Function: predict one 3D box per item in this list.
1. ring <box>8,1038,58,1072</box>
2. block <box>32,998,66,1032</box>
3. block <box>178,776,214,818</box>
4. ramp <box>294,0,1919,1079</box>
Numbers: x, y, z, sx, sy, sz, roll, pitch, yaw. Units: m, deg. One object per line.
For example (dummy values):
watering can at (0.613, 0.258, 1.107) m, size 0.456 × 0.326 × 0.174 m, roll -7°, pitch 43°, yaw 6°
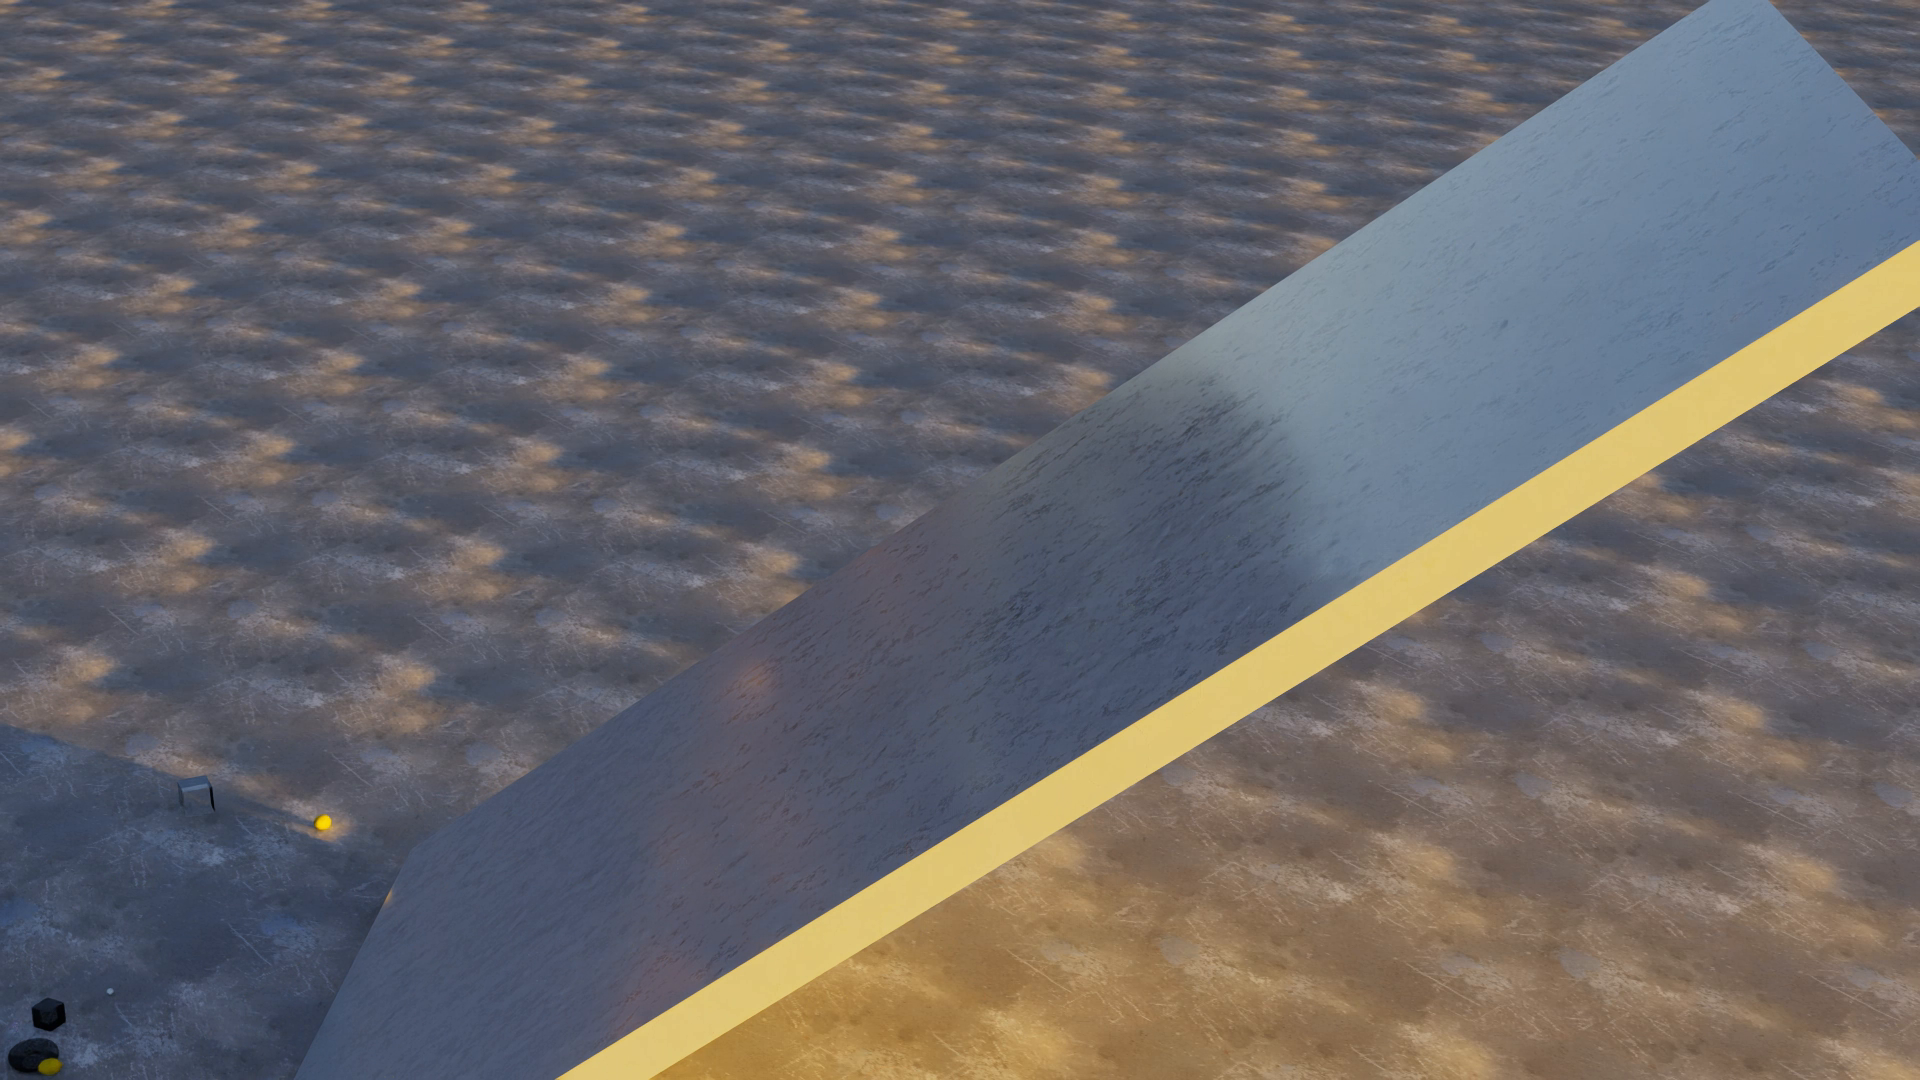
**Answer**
ring at (-2.182, 1.213, 6.928) m, size 0.116 × 0.039 × 0.116 m, roll 1°, pitch 23°, yaw 0°
block at (-2.194, 1.143, 7.084) m, size 0.053 × 0.053 × 0.053 m, roll 11°, pitch 24°, yaw 25°
block at (-2.113, 0.709, 8.136) m, size 0.079 × 0.079 × 0.079 m, roll -10°, pitch 24°, yaw -24°
ramp at (0.134, 0.175, 6.311) m, size 4.000 × 0.100 × 2.000 m, roll -33°, pitch 16°, yaw 15°
